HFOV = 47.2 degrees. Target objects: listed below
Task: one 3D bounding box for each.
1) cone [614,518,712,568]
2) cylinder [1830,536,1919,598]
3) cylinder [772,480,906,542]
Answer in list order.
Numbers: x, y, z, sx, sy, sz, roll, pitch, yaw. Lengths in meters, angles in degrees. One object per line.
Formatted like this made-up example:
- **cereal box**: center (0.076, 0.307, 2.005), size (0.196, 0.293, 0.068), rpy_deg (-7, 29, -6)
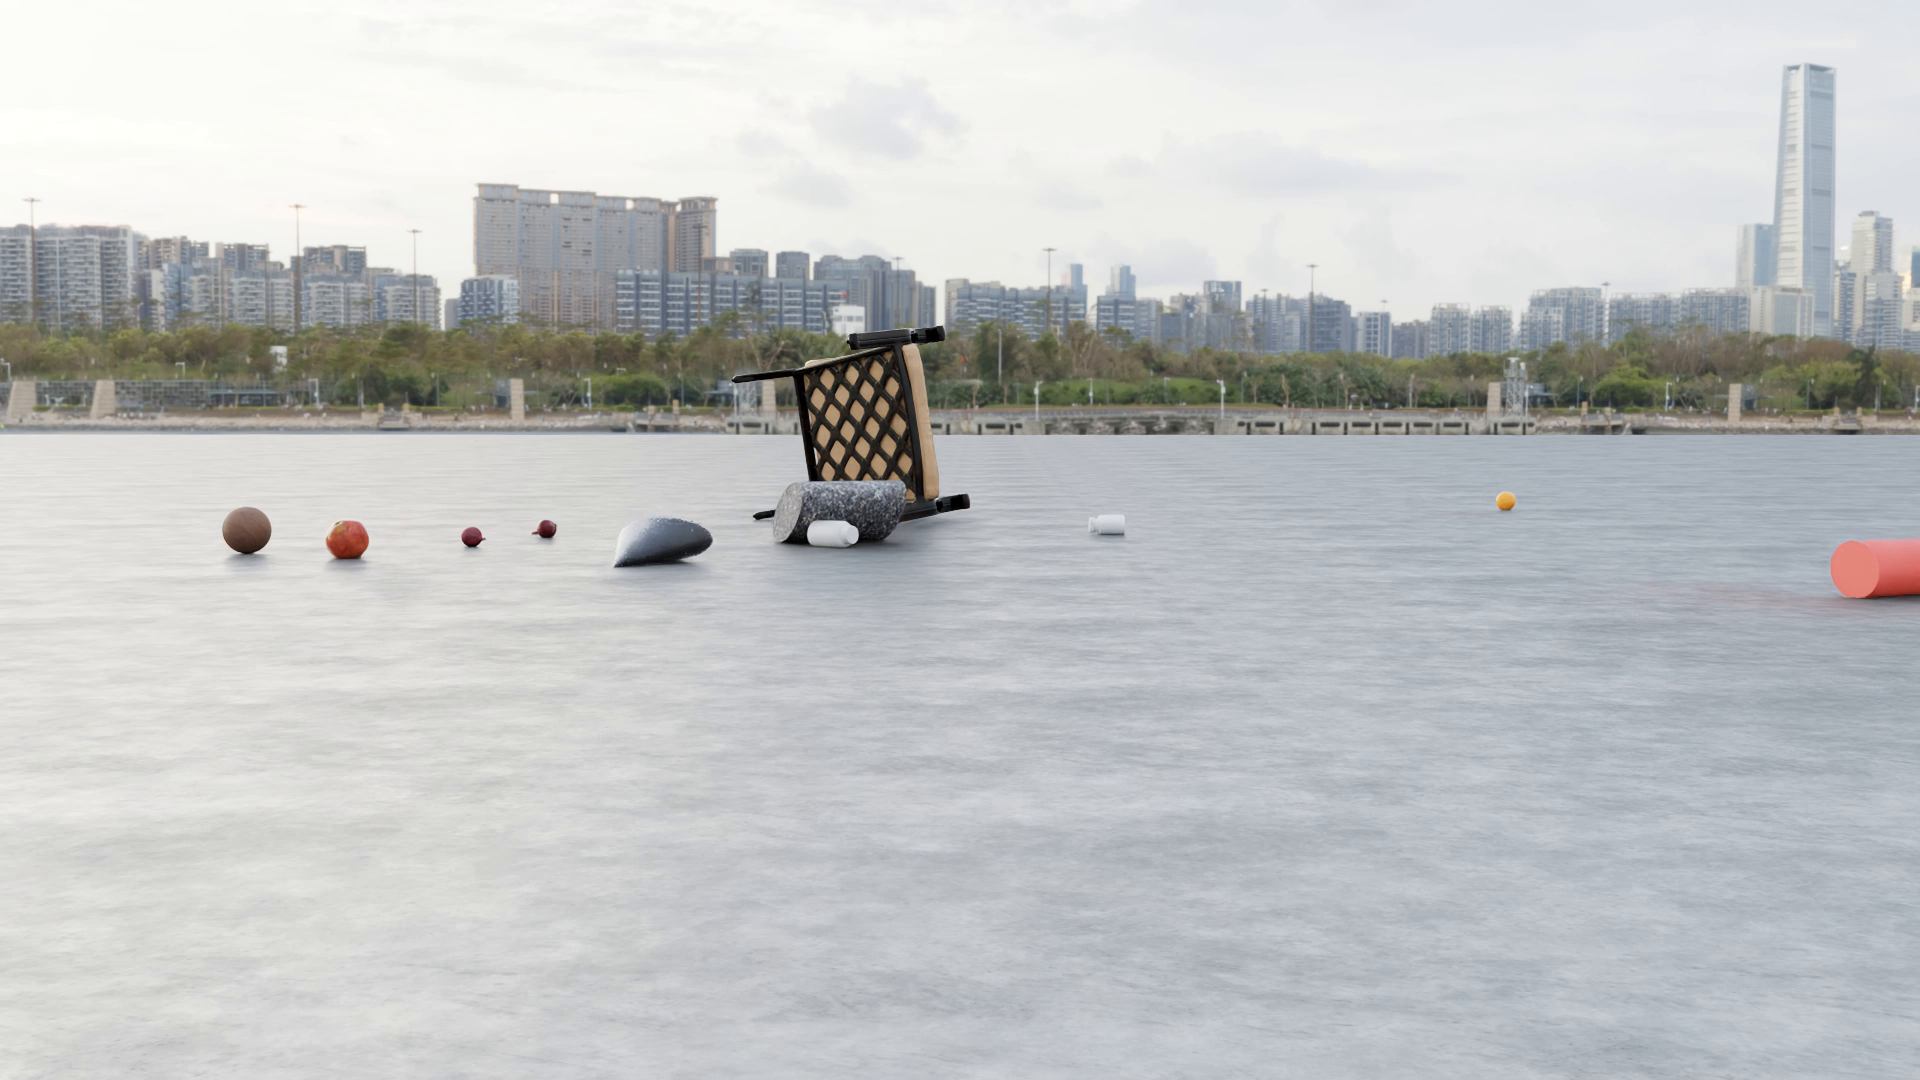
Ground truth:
- **cone**: center (-0.822, 0.034, 5.637), size (0.286, 0.115, 0.258), rpy_deg (-1, 16, 24)
- **cylinder**: center (2.013, 0.059, 4.771), size (0.216, 0.123, 0.127), rpy_deg (-2, 45, -29)
- **cylinder**: center (-0.354, -0.083, 6.415), size (0.314, 0.133, 0.319), rpy_deg (-2, -22, -22)
